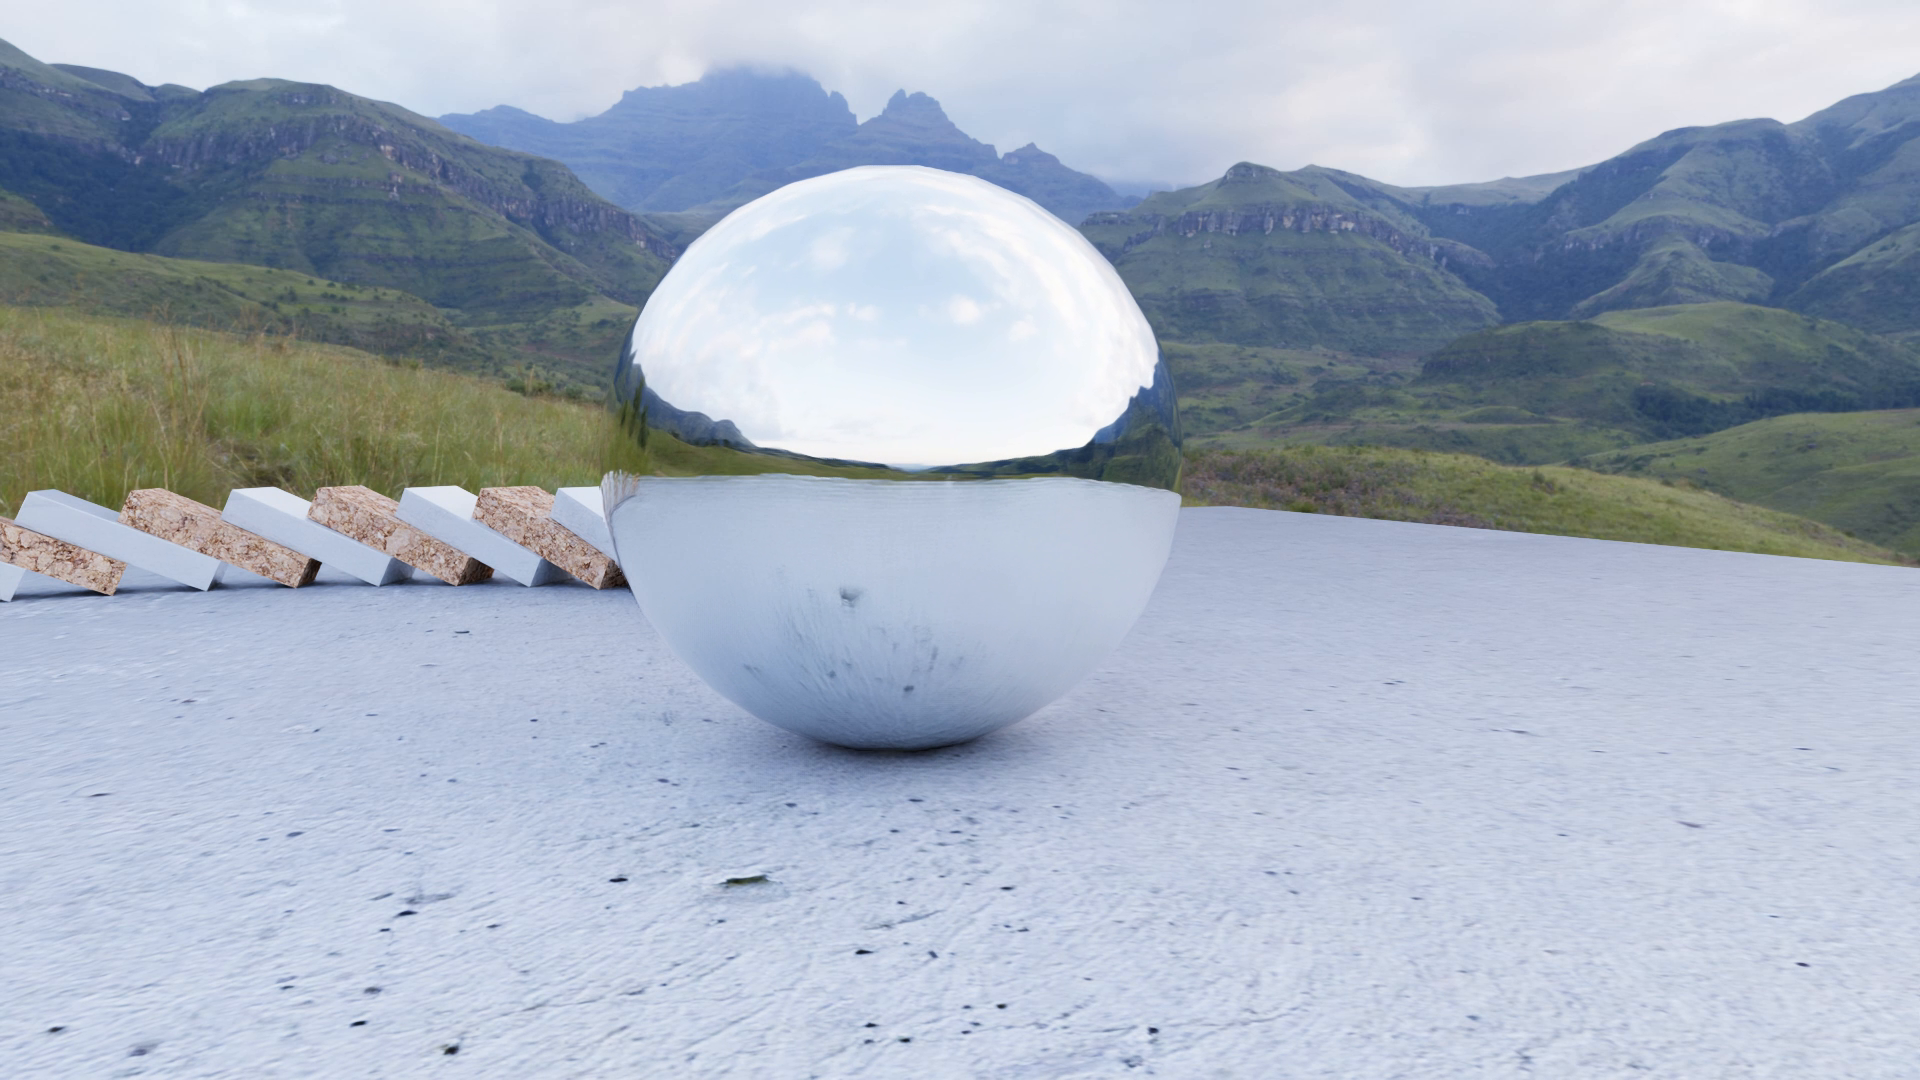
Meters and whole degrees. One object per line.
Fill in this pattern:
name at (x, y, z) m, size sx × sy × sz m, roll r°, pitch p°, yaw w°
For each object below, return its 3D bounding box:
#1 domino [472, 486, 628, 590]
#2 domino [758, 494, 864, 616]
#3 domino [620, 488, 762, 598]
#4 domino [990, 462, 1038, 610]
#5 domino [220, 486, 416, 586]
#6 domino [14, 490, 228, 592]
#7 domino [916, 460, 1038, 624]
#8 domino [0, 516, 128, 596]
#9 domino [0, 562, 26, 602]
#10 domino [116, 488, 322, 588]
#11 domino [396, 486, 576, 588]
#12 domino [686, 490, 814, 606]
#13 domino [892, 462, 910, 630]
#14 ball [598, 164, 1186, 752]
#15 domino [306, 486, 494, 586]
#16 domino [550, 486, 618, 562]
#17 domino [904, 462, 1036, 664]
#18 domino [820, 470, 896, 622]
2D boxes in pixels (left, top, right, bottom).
domino at (-0.121, -0.001, 0.392) m, size 0.050 × 0.009 × 0.025 m, roll 27°, pitch 13°, yaw 17°
domino at (-0.033, 0.003, 0.342) m, size 0.025 × 0.009 × 0.050 m, roll -2°, pitch 28°, yaw -30°
domino at (-0.074, 0.000, 0.374) m, size 0.050 × 0.010 × 0.025 m, roll 32°, pitch 23°, yaw 33°
domino at (0.002, 0.001, 0.294) m, size 0.025 × 0.010 × 0.050 m, roll -1°, pitch 42°, yaw -5°
domino at (-0.195, -0.001, 0.393) m, size 0.050 × 0.010 × 0.025 m, roll 24°, pitch 3°, yaw -3°
domino at (-0.242, 0.000, 0.373) m, size 0.050 × 0.009 × 0.025 m, roll 25°, pitch -5°, yaw -22°
domino at (0.003, 0.002, 0.279) m, size 0.025 × 0.009 × 0.050 m, roll 2°, pitch 42°, yaw -3°
domino at (-0.262, 0.001, 0.358) m, size 0.050 × 0.009 × 0.025 m, roll 26°, pitch -10°, yaw -31°
domino at (-0.280, 0.002, 0.340) m, size 0.050 × 0.010 × 0.025 m, roll 28°, pitch -14°, yaw -38°
domino at (-0.219, -0.001, 0.384) m, size 0.050 × 0.010 × 0.025 m, roll 24°, pitch -2°, yaw -16°
domino at (-0.145, -0.002, 0.397) m, size 0.050 × 0.009 × 0.025 m, roll 26°, pitch 10°, yaw 11°
domino at (-0.053, 0.001, 0.360) m, size 0.025 × 0.009 × 0.050 m, roll -4°, pitch 30°, yaw -42°
domino at (-0.003, 0.000, 0.310) m, size 0.025 × 0.010 × 0.050 m, roll 0°, pitch 42°, yaw -5°
ball at (-0.009, -0.011, 0.180) m, size 0.080 × 0.080 × 0.080 m, roll 0°, pitch 4°, yaw 0°
domino at (-0.171, -0.002, 0.396) m, size 0.050 × 0.009 × 0.025 m, roll 25°, pitch 5°, yaw 1°
domino at (-0.096, -0.001, 0.385) m, size 0.050 × 0.010 × 0.025 m, roll 30°, pitch 18°, yaw 26°
domino at (0.002, 0.003, 0.263) m, size 0.025 × 0.010 × 0.050 m, roll 2°, pitch 42°, yaw -2°
domino at (-0.017, 0.000, 0.326) m, size 0.025 × 0.009 × 0.050 m, roll -2°, pitch 38°, yaw -22°
